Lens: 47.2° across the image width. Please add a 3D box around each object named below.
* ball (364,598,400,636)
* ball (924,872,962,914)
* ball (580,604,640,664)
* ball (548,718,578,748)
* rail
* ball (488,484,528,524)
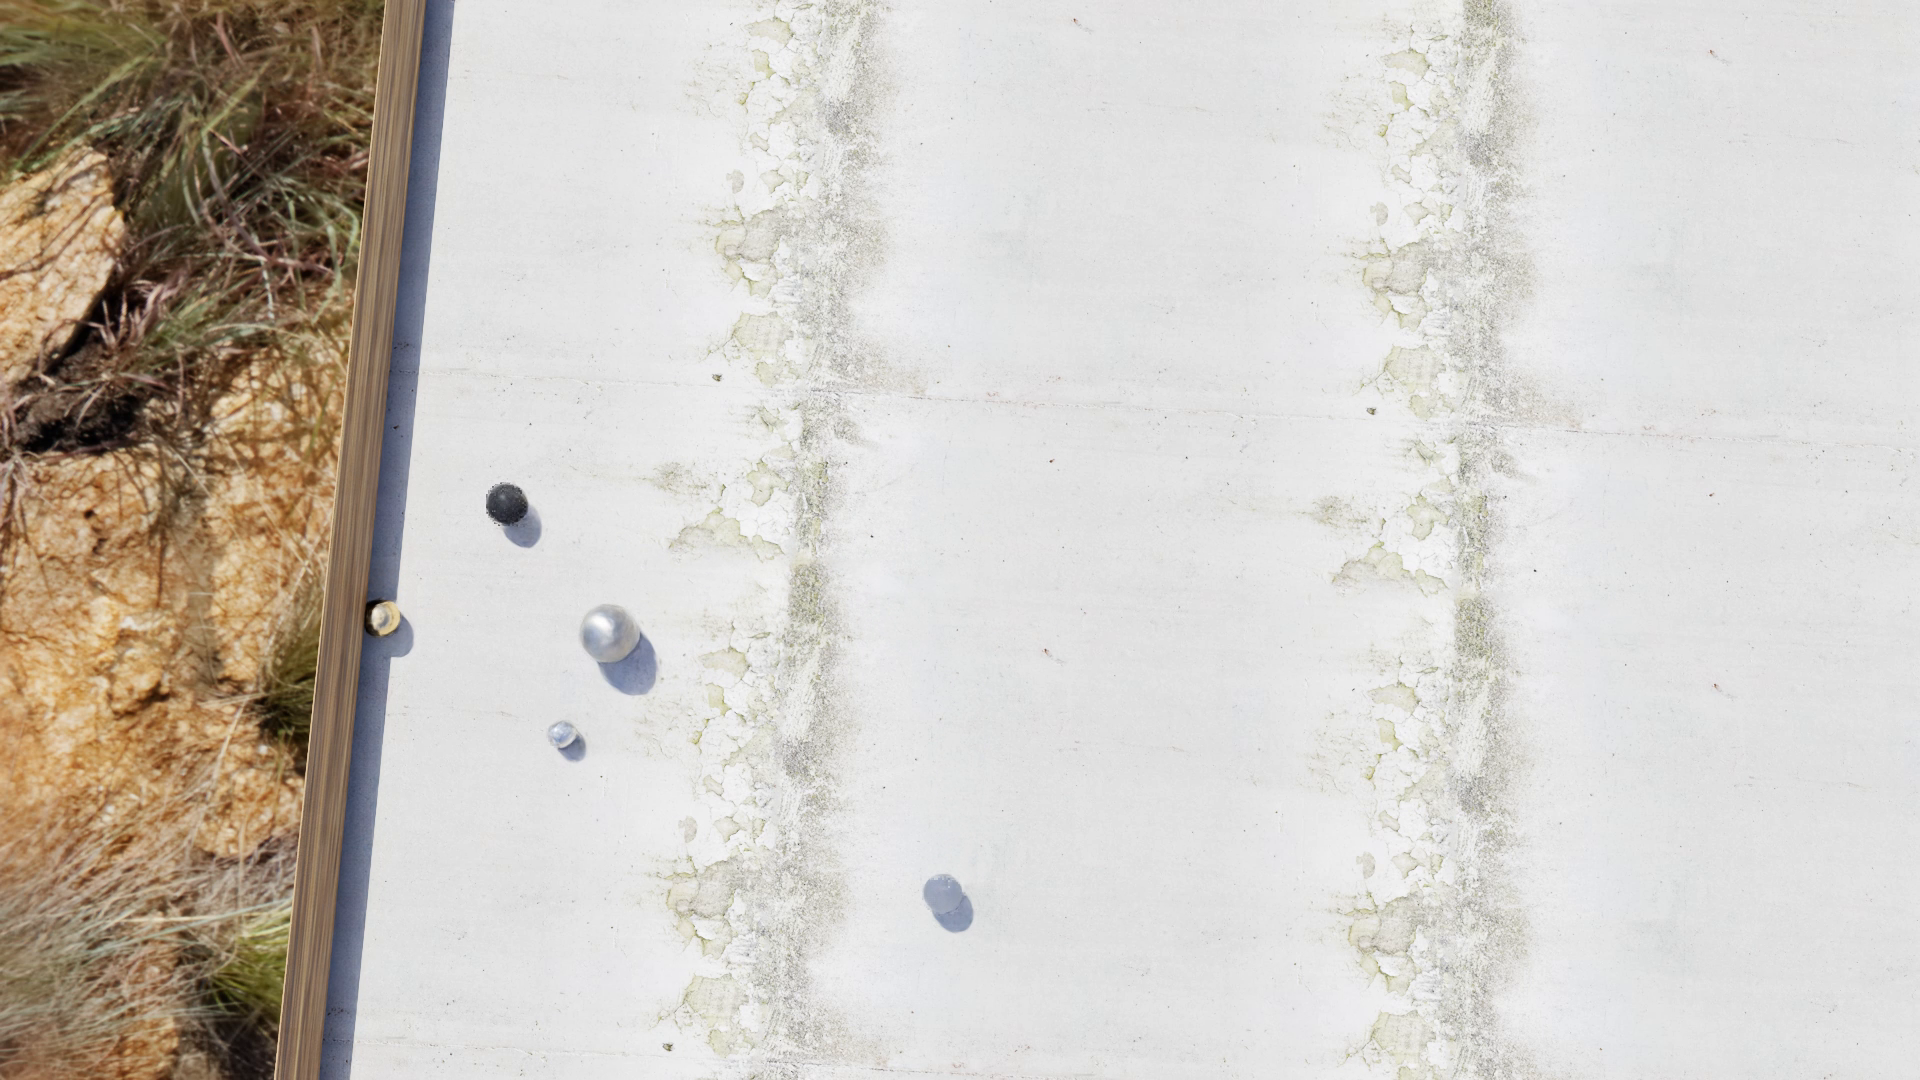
[{"bbox_3d":[-0.861,0.115,3.269,0.057,0.057,0.057,0,80,0],"label":"ball"},{"bbox_3d":[-0.025,0.514,3.199,0.058,0.058,0.058,0,80,0],"label":"ball"},{"bbox_3d":[-0.518,0.138,3.250,0.088,0.088,0.088,0,80,0],"label":"ball"},{"bbox_3d":[-0.586,0.285,3.247,0.042,0.042,0.042,0,80,0],"label":"ball"},{"bbox_3d":[-0.891,-0.051,3.268,0.045,0.114,2.082,3,80,1],"label":"rail"},{"bbox_3d":[-0.678,-0.054,3.297,0.061,0.061,0.061,0,80,0],"label":"ball"}]
